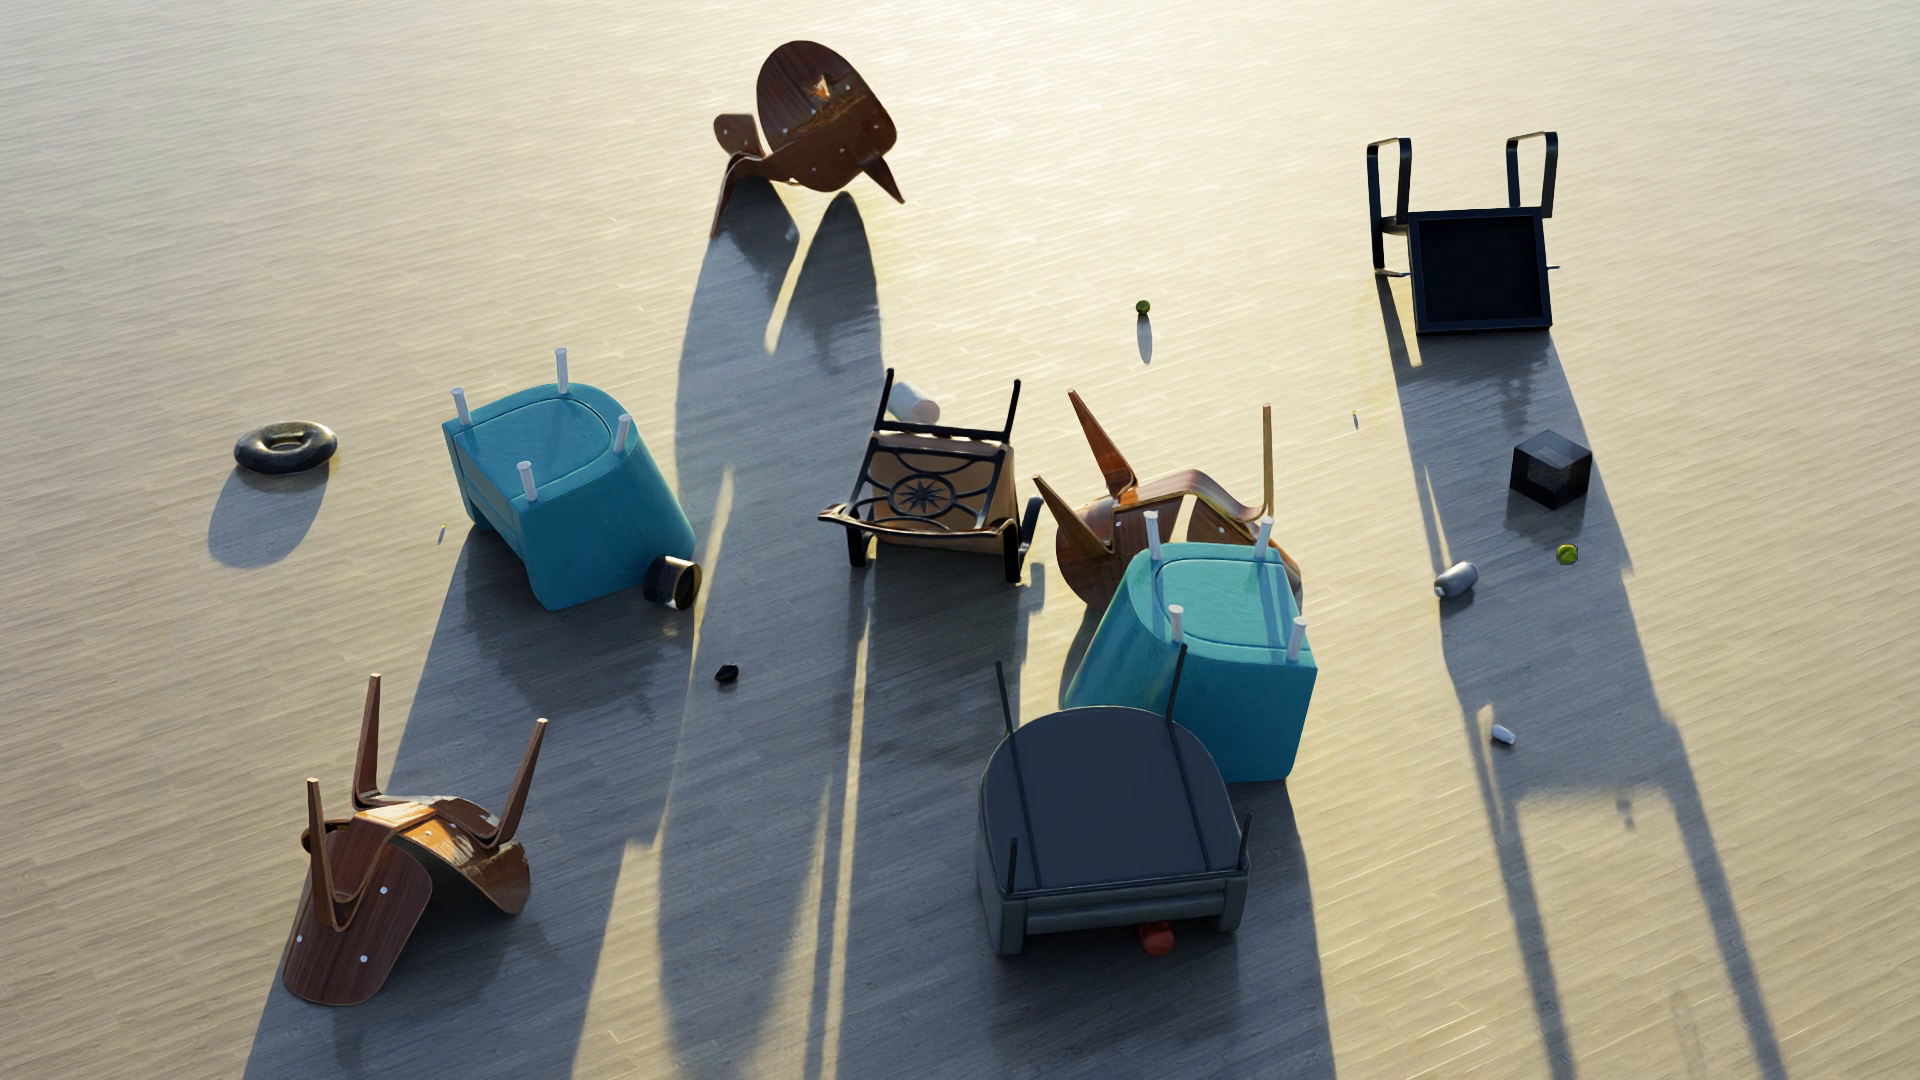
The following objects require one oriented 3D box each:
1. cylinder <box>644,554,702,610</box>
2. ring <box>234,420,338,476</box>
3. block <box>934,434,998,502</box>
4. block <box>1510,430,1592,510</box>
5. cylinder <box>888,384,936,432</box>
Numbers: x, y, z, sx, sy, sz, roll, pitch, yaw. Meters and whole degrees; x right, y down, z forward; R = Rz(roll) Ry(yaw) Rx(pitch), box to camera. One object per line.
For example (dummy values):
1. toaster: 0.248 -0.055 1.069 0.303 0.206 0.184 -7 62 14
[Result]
1. cylinder: -1.035 0.153 10.559 0.131 0.170 0.194 15 31 21
2. ring: -2.625 -0.360 11.418 0.402 0.082 0.358 -4 33 -5
3. block: 0.023 -0.272 11.129 0.138 0.216 0.141 4 27 45
4. block: 2.254 -0.267 11.183 0.197 0.183 0.219 -25 41 -33
5. cylinder: -0.188 -0.525 11.600 0.150 0.155 0.175 6 13 -20
